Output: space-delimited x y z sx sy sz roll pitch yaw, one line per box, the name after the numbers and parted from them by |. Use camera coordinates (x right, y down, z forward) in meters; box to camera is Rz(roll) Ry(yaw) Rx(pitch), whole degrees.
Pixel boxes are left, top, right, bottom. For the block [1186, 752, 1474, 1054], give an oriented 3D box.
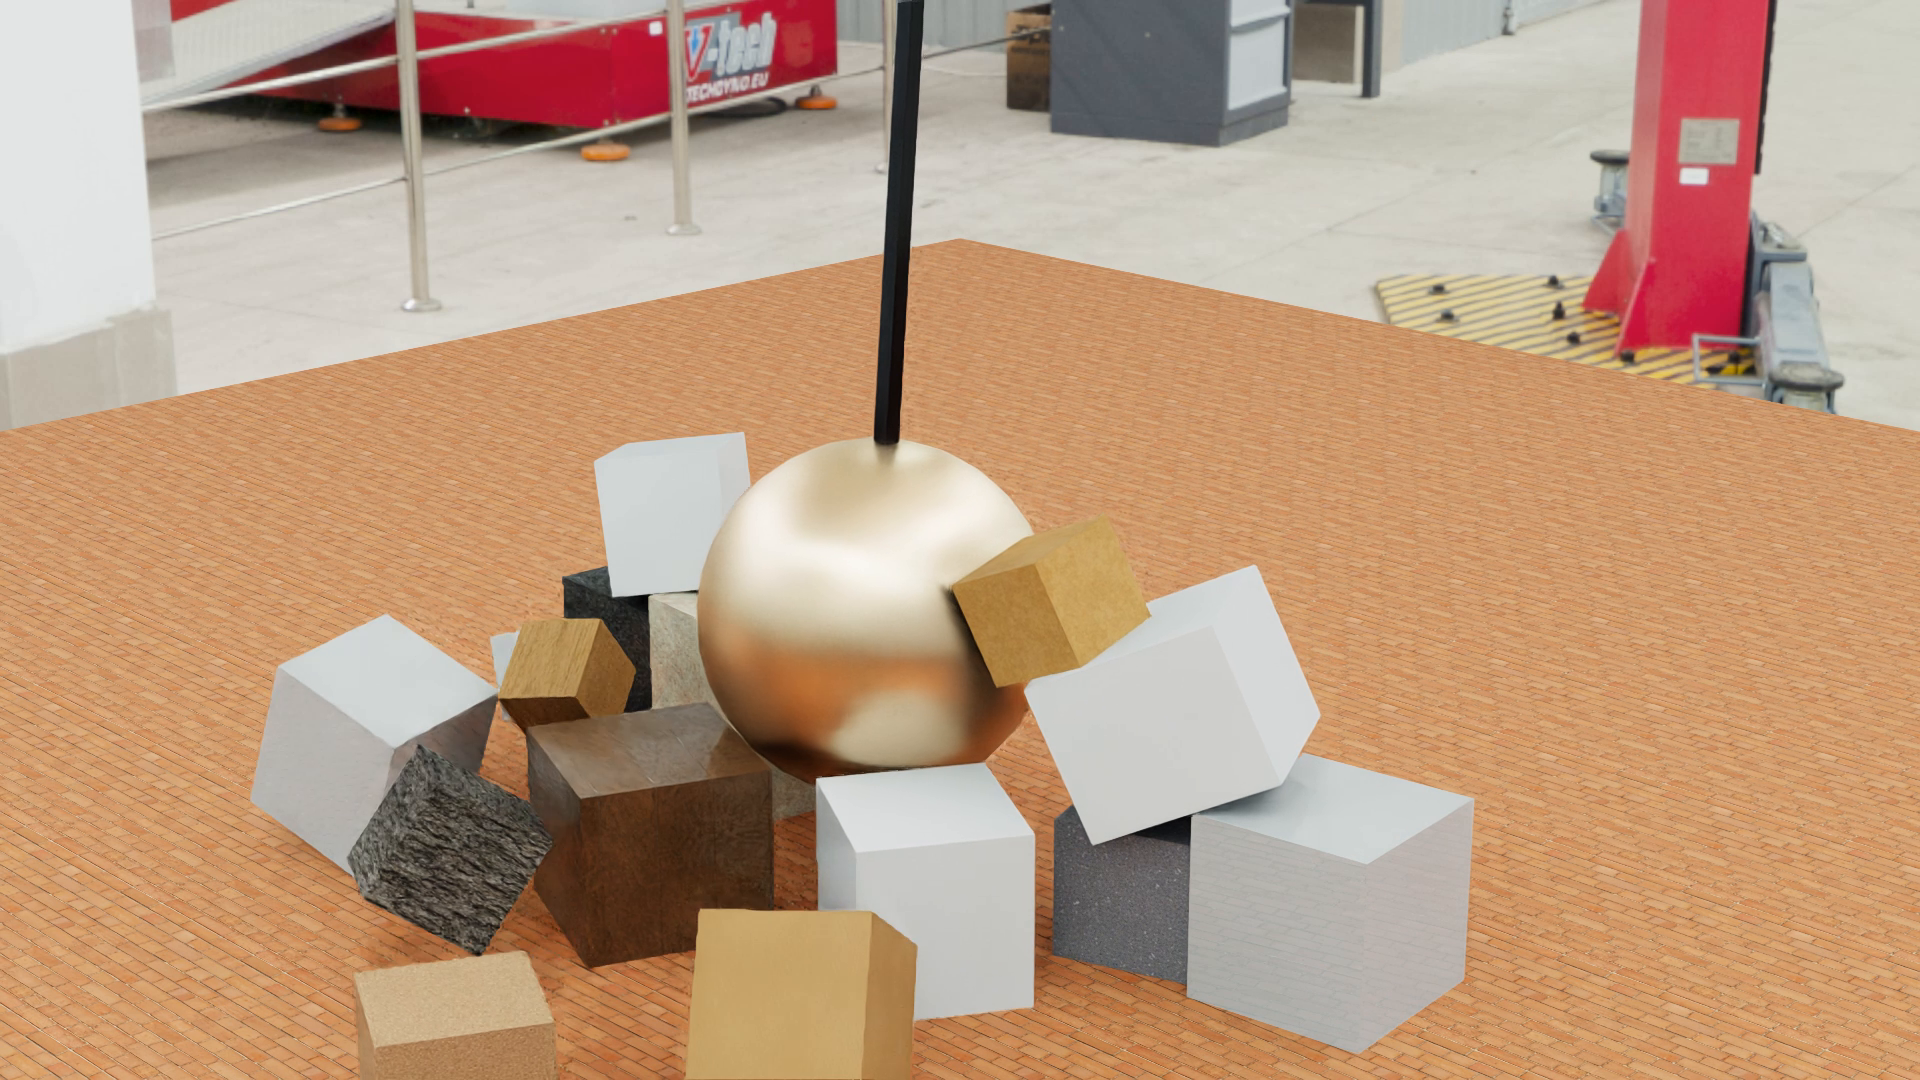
1.542 1.492 12.215 0.831 0.829 0.860 13 22 36 | block

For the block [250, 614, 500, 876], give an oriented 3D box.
-2.708 0.955 13.565 0.717 0.794 0.713 32 33 20 | block

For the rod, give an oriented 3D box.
-0.162 -2.952 12.244 0.080 5.200 0.080 17 19 42 | rod

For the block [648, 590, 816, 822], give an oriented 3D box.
-0.925 0.745 14.437 0.820 0.922 0.911 -14 22 -37 | block

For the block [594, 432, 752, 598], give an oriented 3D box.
-1.406 -0.133 14.677 0.618 0.682 0.622 -5 9 10 | block

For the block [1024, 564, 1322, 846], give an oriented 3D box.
0.905 0.686 12.340 0.869 0.721 0.828 -20 9 23 | block

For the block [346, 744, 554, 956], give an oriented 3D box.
-2.130 1.293 12.228 0.561 0.571 0.486 32 2 -25 | block

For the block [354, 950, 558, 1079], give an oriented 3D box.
-1.911 1.982 11.117 0.662 0.550 0.643 -5 18 -17 | block

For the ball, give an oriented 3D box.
-0.375 0.343 13.057 1.600 1.600 1.600 0 17 0 | ball

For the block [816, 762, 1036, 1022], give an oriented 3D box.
-0.155 1.479 12.341 0.745 0.778 0.813 -4 18 -14 | block

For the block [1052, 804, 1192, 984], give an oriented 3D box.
0.849 1.453 12.664 0.691 0.635 0.622 9 19 26 | block

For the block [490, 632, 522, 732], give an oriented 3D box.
-1.984 0.659 14.125 0.419 0.409 0.471 -11 -10 0 | block

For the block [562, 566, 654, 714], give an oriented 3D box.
-1.479 0.592 15.110 0.780 0.810 0.812 -14 22 -38 | block

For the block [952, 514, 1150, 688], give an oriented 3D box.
0.385 0.257 12.334 0.489 0.475 0.531 -16 12 44 | block

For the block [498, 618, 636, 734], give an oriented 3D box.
-1.807 0.663 13.517 0.402 0.419 0.434 -2 52 21 | block

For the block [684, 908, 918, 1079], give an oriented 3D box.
-0.581 1.799 10.894 0.659 0.723 0.683 -1 -18 13 | block

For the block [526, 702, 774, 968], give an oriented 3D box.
-1.372 1.284 12.953 0.848 0.783 0.902 -7 19 -21 | block
